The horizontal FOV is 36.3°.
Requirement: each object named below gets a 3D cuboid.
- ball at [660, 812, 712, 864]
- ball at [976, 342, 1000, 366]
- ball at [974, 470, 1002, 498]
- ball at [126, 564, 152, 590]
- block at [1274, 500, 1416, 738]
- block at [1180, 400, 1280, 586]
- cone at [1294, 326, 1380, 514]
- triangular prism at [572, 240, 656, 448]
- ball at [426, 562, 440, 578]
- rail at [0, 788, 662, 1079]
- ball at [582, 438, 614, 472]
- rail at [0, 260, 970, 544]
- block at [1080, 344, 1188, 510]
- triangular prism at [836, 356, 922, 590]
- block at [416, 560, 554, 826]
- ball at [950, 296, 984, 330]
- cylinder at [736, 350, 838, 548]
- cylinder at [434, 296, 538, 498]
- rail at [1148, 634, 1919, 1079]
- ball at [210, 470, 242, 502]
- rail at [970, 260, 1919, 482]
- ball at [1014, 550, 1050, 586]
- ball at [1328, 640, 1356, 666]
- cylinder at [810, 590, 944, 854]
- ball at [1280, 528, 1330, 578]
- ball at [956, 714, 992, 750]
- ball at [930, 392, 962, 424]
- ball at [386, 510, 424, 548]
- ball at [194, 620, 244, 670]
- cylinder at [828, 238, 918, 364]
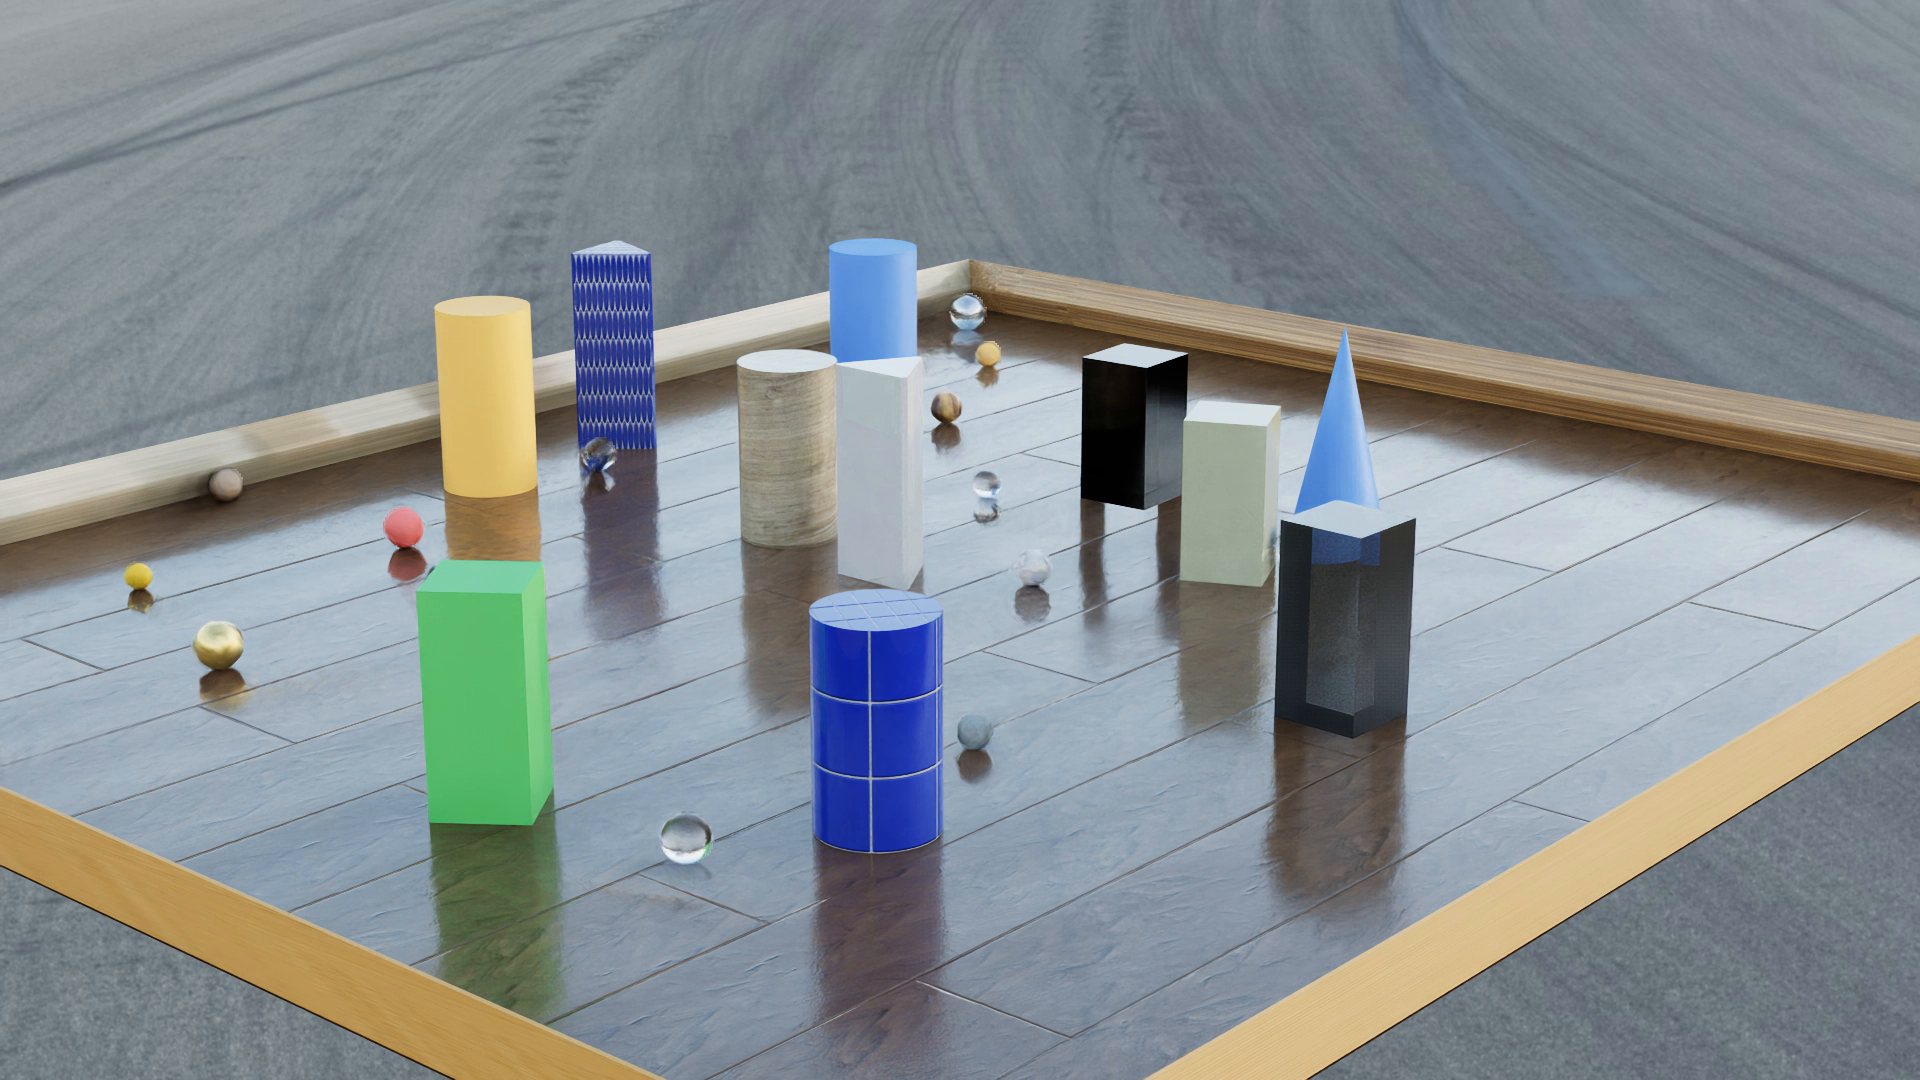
[{"bbox_3d":[-0.371,0.404,3.973,0.071,0.071,0.071,0,17,0],"label":"ball"},{"bbox_3d":[0.064,-0.425,6.738,0.055,0.055,0.055,0,17,0],"label":"ball"},{"bbox_3d":[0.053,-0.108,5.694,0.054,0.054,0.054,0,17,0],"label":"ball"},{"bbox_3d":[-1.439,0.064,5.138,0.046,0.046,0.046,0,17,0],"label":"ball"},{"bbox_3d":[0.589,0.119,4.488,0.147,0.317,0.147,15,22,40],"label":"block"},{"bbox_3d":[0.480,-0.084,5.201,0.147,0.292,0.147,5,17,15],"label":"block"},{"bbox_3d":[0.696,-0.192,5.357,0.183,0.410,0.183,0,17,0],"label":"cone"},{"bbox_3d":[-0.707,-0.404,6.057,0.159,0.409,0.137,0,17,0],"label":"triangular prism"},{"bbox_3d":[-0.879,0.076,5.039,0.081,0.081,0.081,0,17,0],"label":"ball"},{"bbox_3d":[-1.148,0.413,3.856,3.022,0.119,0.045,14,22,39],"label":"rail"},{"bbox_3d":[-0.725,-0.170,5.879,0.065,0.065,0.065,0,17,0],"label":"ball"},{"bbox_3d":[-1.123,-0.253,6.055,0.045,0.119,3.549,14,22,39],"label":"rail"},{"bbox_3d":[0.337,-0.221,5.673,0.147,0.281,0.147,12,21,35],"label":"block"},{"bbox_3d":[-0.113,-0.125,5.182,0.159,0.383,0.137,13,21,37],"label":"triangular prism"},{"bbox_3d":[-0.667,0.214,4.133,0.147,0.341,0.147,1,17,4],"label":"block"},{"bbox_3d":[0.018,-0.550,7.101,0.083,0.083,0.083,0,17,0],"label":"ball"},{"bbox_3d":[-0.317,-0.169,5.416,0.183,0.332,0.183,0,17,0],"label":"cylinder"},{"bbox_3d":[-0.926,-0.281,5.736,0.183,0.361,0.183,0,17,0],"label":"cylinder"},{"bbox_3d":[1.123,0.312,4.188,0.045,0.119,3.549,14,22,39],"label":"rail"},{"bbox_3d":[-1.420,-0.105,5.671,0.062,0.062,0.062,0,17,0],"label":"ball"},{"bbox_3d":[1.148,-0.353,6.387,3.022,0.119,0.045,14,22,39],"label":"rail"},{"bbox_3d":[0.127,0.049,5.155,0.065,0.065,0.065,0,17,0],"label":"ball"},{"bbox_3d":[0.619,0.184,4.750,0.042,0.042,0.042,0,17,0],"label":"ball"},{"bbox_3d":[-0.115,0.249,4.054,0.183,0.321,0.183,0,17,0],"label":"cylinder"},{"bbox_3d":[0.612,0.023,5.205,0.087,0.087,0.087,0,17,0],"label":"ball"},{"bbox_3d":[0.022,0.286,4.389,0.054,0.054,0.054,0,17,0],"label":"ball"},{"bbox_3d":[-0.029,-0.282,6.244,0.067,0.067,0.067,0,17,0],"label":"ball"},{"bbox_3d":[-1.018,-0.021,5.376,0.070,0.070,0.070,0,17,0],"label":"ball"},{"bbox_3d":[-1.196,0.169,4.733,0.079,0.079,0.079,0,17,0],"label":"ball"},{"bbox_3d":[-0.182,-0.428,6.179,0.183,0.384,0.183,0,17,0],"label":"cylinder"}]
